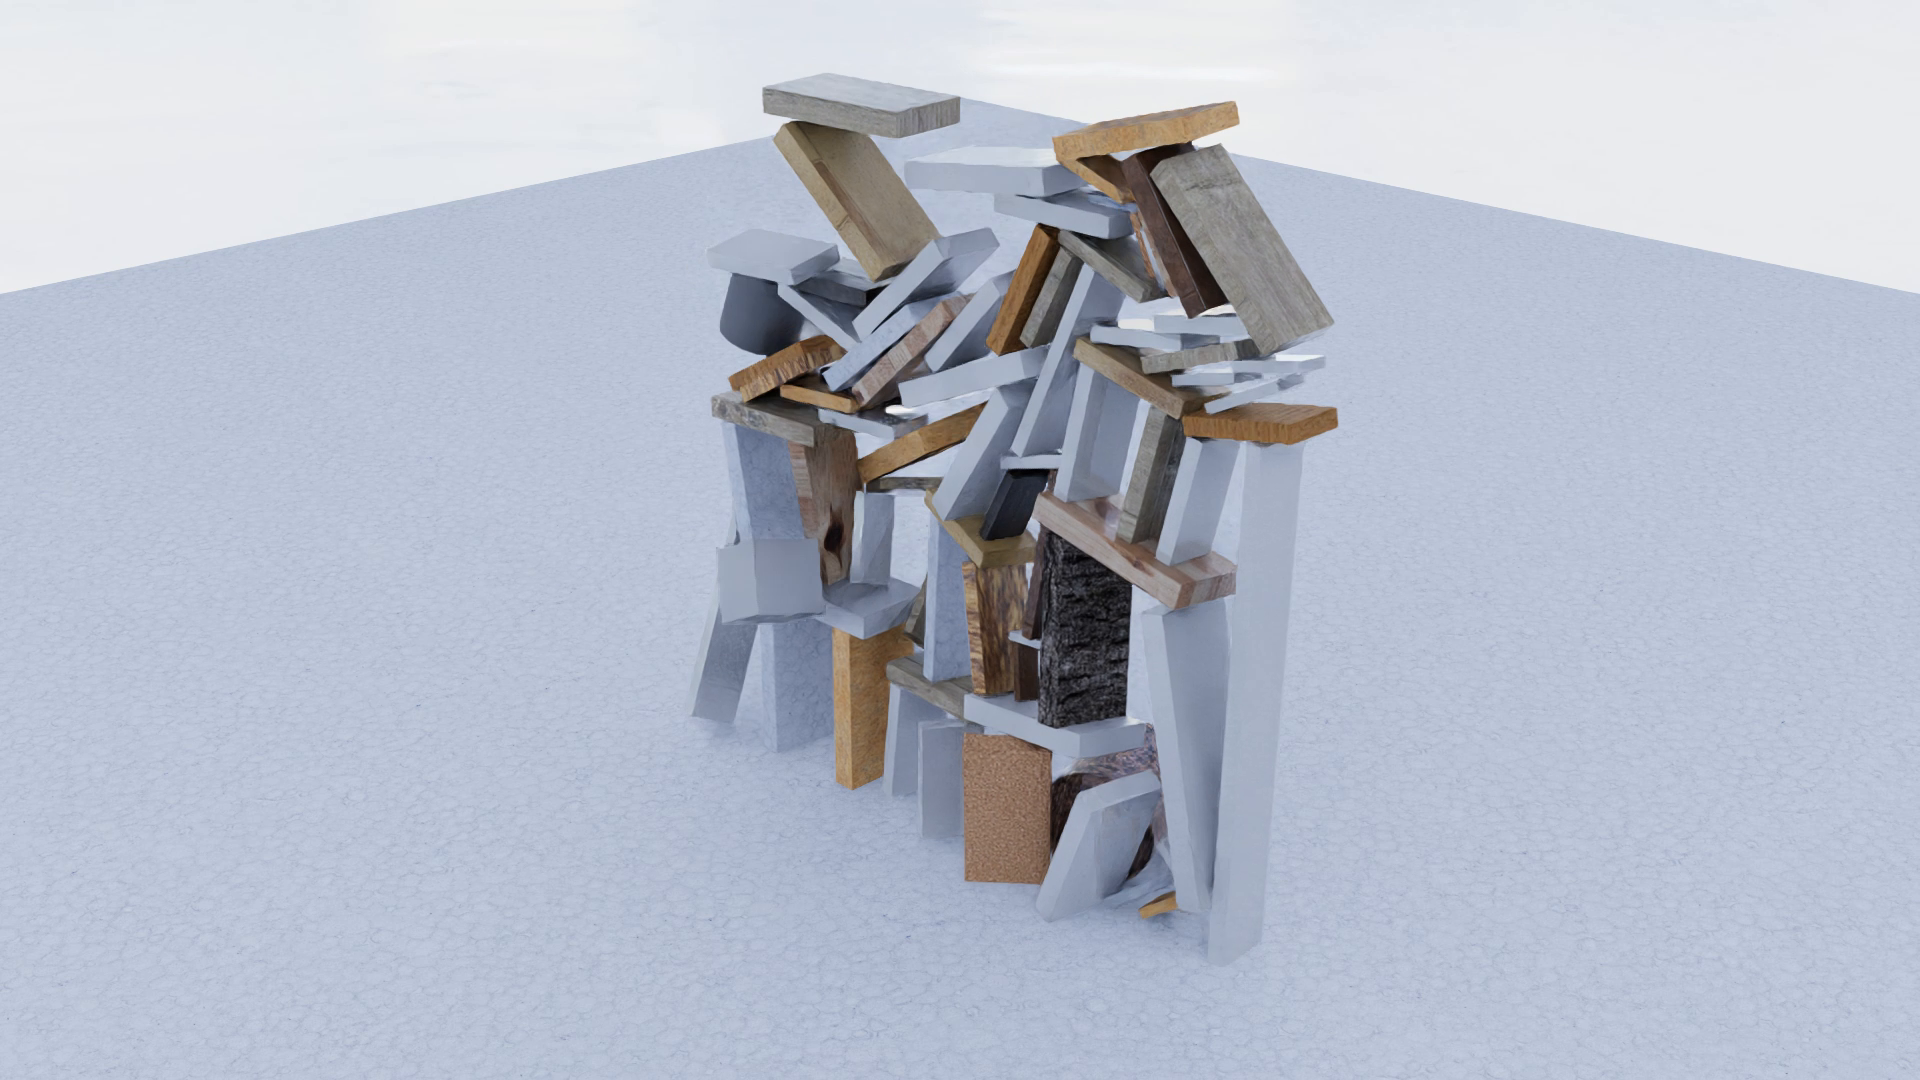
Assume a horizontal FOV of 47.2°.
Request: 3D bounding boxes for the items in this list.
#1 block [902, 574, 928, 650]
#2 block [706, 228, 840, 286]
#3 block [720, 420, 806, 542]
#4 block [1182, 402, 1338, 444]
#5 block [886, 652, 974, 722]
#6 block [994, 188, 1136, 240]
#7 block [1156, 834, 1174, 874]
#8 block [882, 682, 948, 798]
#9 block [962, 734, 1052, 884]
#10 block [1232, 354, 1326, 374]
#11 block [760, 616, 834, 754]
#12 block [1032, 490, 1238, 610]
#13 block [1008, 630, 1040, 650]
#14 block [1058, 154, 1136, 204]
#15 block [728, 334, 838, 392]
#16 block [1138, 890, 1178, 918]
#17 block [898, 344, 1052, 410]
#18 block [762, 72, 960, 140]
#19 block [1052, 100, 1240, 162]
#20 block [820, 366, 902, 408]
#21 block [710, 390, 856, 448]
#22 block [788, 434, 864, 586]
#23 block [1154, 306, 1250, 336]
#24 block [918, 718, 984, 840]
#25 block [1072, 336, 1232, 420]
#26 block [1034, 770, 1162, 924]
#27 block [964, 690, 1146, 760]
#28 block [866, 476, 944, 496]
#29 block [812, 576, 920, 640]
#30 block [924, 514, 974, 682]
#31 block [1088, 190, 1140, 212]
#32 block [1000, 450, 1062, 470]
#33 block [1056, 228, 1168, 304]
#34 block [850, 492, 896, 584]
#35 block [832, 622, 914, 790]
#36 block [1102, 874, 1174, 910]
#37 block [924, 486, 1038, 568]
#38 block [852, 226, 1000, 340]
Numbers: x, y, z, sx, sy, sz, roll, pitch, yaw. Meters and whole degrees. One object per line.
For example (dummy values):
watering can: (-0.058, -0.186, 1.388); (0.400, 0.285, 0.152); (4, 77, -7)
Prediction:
block: (-0.024, 0.079, 4.503); (0.026, 0.092, 0.309); (-3, 56, 45)
block: (-0.371, -0.563, 4.355); (0.254, 0.036, 0.127); (17, 39, 41)
block: (-0.406, -0.117, 4.618); (0.043, 0.304, 0.152); (7, 21, 44)
block: (0.494, -0.195, 3.625); (0.117, 0.033, 0.234); (-20, 19, -38)
block: (-0.021, 0.289, 4.397); (0.123, 0.035, 0.247); (-15, 28, -40)
block: (0.203, -0.569, 3.776); (0.136, 0.039, 0.272); (-19, 28, -40)
block: (0.419, 0.595, 4.005); (0.071, 0.142, 0.020); (-30, -3, -41)
block: (-0.089, 0.397, 4.497); (0.123, 0.247, 0.035); (-11, 27, -33)
block: (0.090, 0.509, 4.141); (0.162, 0.325, 0.046); (2, 34, 4)
block: (0.516, -0.285, 3.563); (0.069, 0.020, 0.138); (-15, 14, -41)
block: (-0.335, 0.263, 4.686); (0.178, 0.355, 0.050); (-17, 28, -35)
block: (0.311, 0.005, 3.880); (0.174, 0.049, 0.347); (-11, 36, -45)
block: (0.148, 0.186, 4.102); (0.055, 0.016, 0.111); (-6, 13, -38)
block: (0.245, -0.617, 3.698); (0.077, 0.022, 0.155); (-21, 49, -41)
block: (-0.359, -0.364, 4.491); (0.226, 0.032, 0.113); (-21, 0, 42)
block: (0.401, 0.664, 4.067); (0.071, 0.020, 0.142); (-21, -6, -41)
block: (0.065, -0.305, 4.046); (0.176, 0.050, 0.352); (-15, 3, -39)
block: (-0.184, -0.804, 4.060); (0.343, 0.049, 0.171); (19, 30, 38)
block: (0.304, -0.672, 3.614); (0.279, 0.040, 0.140); (1, 19, 43)
block: (-0.179, -0.308, 4.354); (0.100, 0.028, 0.201); (-12, 25, -36)
block: (-0.351, -0.261, 4.503); (0.304, 0.043, 0.152); (18, 28, 39)
block: (-0.260, -0.076, 4.508); (0.043, 0.304, 0.152); (3, 20, 40)
block: (0.429, -0.362, 3.623); (0.103, 0.029, 0.205); (-17, 16, -39)
block: (-0.017, 0.469, 4.338); (0.123, 0.247, 0.035); (-5, 24, -11)
block: (0.329, -0.286, 3.779); (0.127, 0.036, 0.255); (-14, 38, -42)
block: (0.253, 0.563, 4.028); (0.162, 0.325, 0.046); (-14, 50, -30)
block: (0.173, 0.335, 4.090); (0.162, 0.046, 0.325); (-6, 14, -39)
block: (-0.090, -0.110, 4.522); (0.184, 0.026, 0.092); (0, -7, -20)
block: (-0.257, 0.103, 4.542); (0.355, 0.050, 0.178); (21, 30, 40)
block: (-0.002, 0.107, 4.348); (0.126, 0.340, 0.036); (-8, 21, -29)
block: (0.273, -0.574, 3.710); (0.056, 0.016, 0.112); (-18, 27, -37)
block: (0.163, -0.147, 4.001); (0.086, 0.024, 0.172); (-12, 9, -41)
block: (0.273, -0.476, 3.730); (0.104, 0.030, 0.209); (-18, 48, -40)
block: (-0.177, -0.004, 4.466); (0.026, 0.185, 0.092); (4, 1, 40)
block: (-0.177, 0.322, 4.547); (0.050, 0.355, 0.178); (21, 31, 41)
block: (0.331, 0.653, 4.087); (0.071, 0.020, 0.142); (-14, -12, -30)
block: (0.042, -0.031, 4.219); (0.126, 0.036, 0.251); (-6, 33, -26)
block: (-0.065, -0.475, 4.096); (0.147, 0.042, 0.294); (-20, -13, -42)
